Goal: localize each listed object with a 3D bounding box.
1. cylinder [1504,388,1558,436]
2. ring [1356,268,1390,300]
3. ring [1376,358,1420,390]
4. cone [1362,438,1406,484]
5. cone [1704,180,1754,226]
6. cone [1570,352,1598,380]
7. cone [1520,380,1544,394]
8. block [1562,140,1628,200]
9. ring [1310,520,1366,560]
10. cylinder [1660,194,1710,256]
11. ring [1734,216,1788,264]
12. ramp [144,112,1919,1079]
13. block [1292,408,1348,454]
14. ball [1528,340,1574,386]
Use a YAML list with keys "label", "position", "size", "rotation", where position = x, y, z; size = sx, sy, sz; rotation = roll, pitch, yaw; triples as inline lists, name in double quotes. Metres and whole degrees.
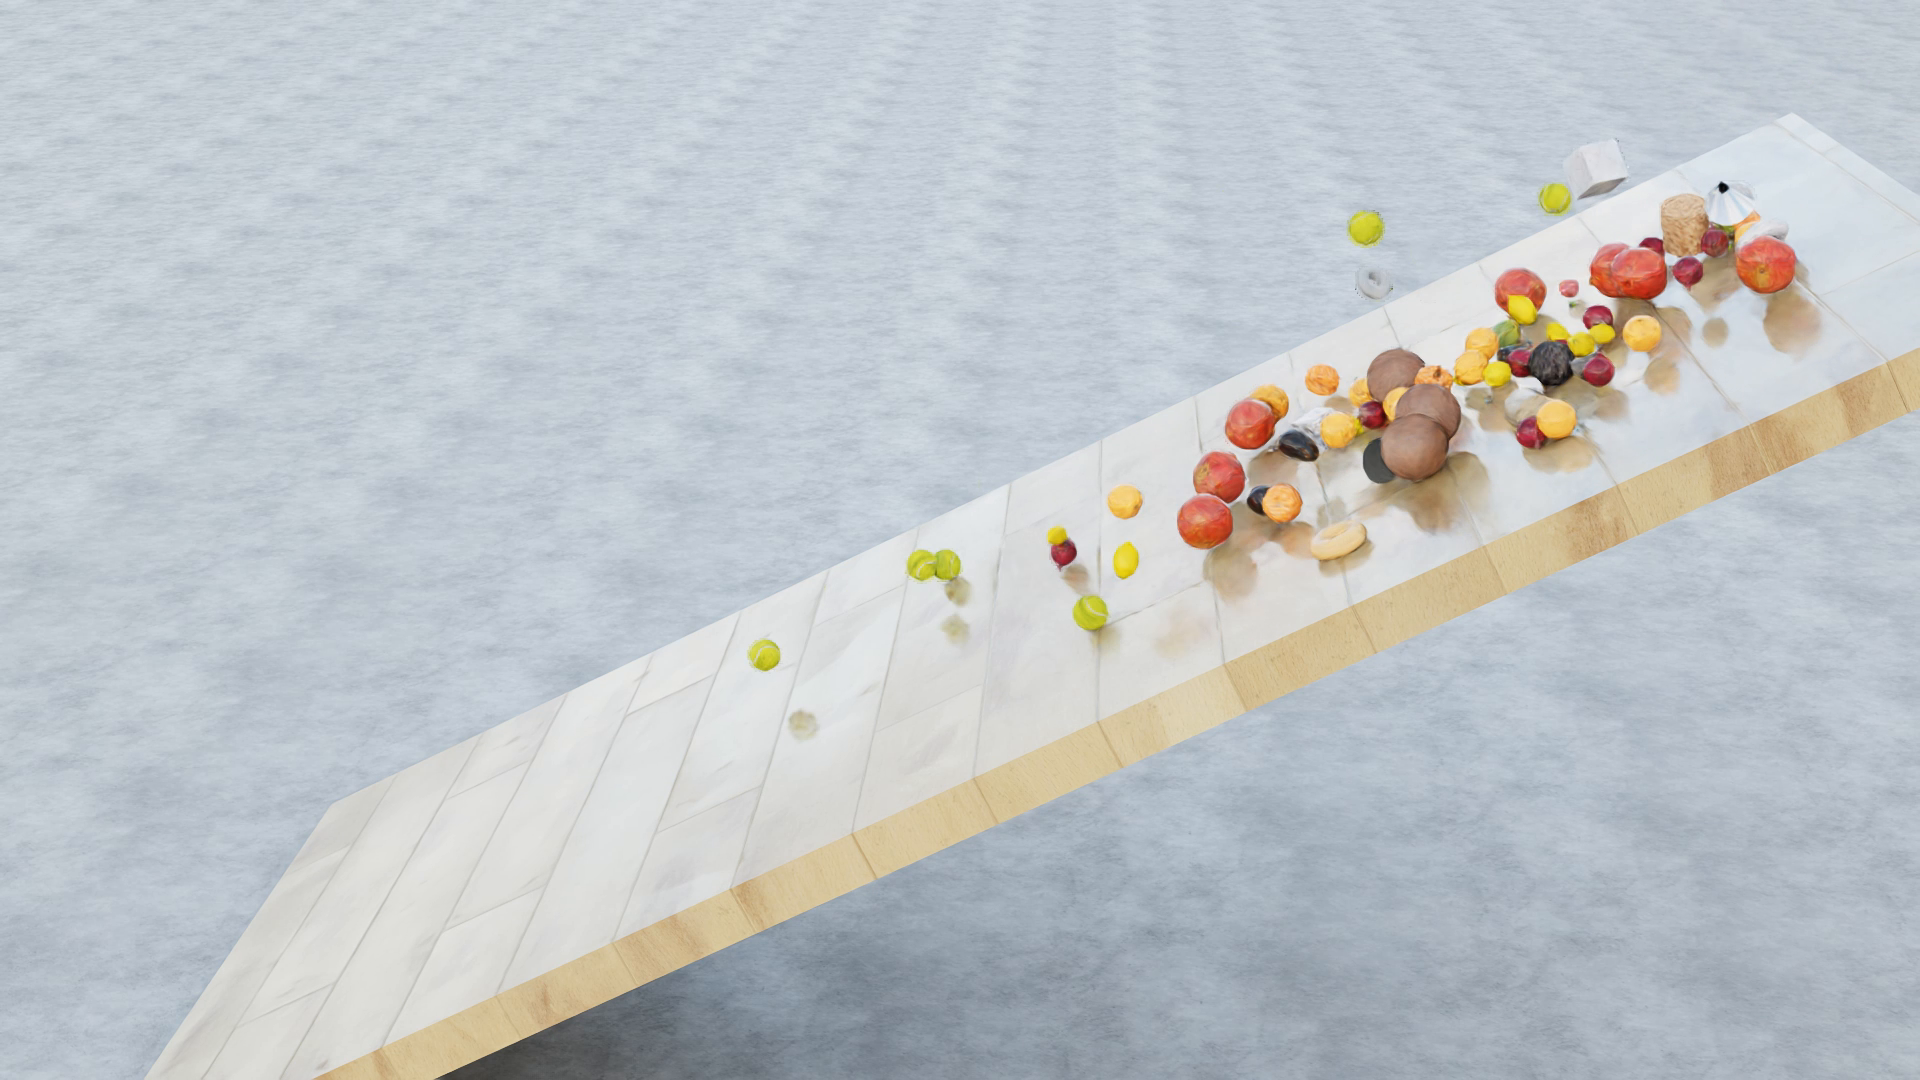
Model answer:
- label: "cylinder"
  position: [1.084, -0.243, 5.582]
  size: [0.081, 0.081, 0.081]
  rotation: [-2, 12, -7]
- label: "ring"
  position: [0.848, -0.526, 6.028]
  size: [0.077, 0.026, 0.077]
  rotation: [11, 55, -17]
- label: "ring"
  position: [0.949, -0.360, 6.377]
  size: [0.104, 0.035, 0.104]
  rotation: [-27, 13, 7]
- label: "cone"
  position: [0.856, -0.157, 5.794]
  size: [0.090, 0.090, 0.090]
  rotation: [15, 12, 42]
- label: "cone"
  position: [1.541, -0.701, 5.926]
  size: [0.100, 0.100, 0.100]
  rotation: [9, -15, 28]
- label: "cone"
  position: [1.211, -0.344, 5.661]
  size: [0.054, 0.054, 0.054]
  rotation: [23, 37, -19]
- label: "cone"
  position: [1.137, -0.294, 5.790]
  size: [0.054, 0.054, 0.054]
  rotation: [15, 23, 41]
- label: "block"
  position: [1.252, -0.730, 5.796]
  size: [0.080, 0.080, 0.080]
  rotation: [-13, -13, -20]
- label: "ring"
  position: [0.707, 0.001, 5.506]
  size: [0.114, 0.038, 0.114]
  rotation: [-25, 15, 7]
- label: "cylinder"
  position: [1.517, -0.658, 6.155]
  size: [0.095, 0.095, 0.095]
  rotation: [-9, 37, 7]
- label: "ring"
  position: [1.602, -0.598, 5.877]
  size: [0.121, 0.121, 0.040]
  rotation: [-12, 58, -36]
- label: "ramp"
  position: [0.139, 0.168, 6.281]
  size: [4.000, 0.100, 2.000]
  rotation: [-25, 14, 10]
- label: "block"
  position: [0.756, -0.231, 6.195]
  size: [0.070, 0.070, 0.070]
  rotation: [-32, 14, -18]
- label: "ball"
  position: [1.166, -0.347, 5.792]
  size: [0.090, 0.090, 0.090]
  rotation: [0, 17, 0]
